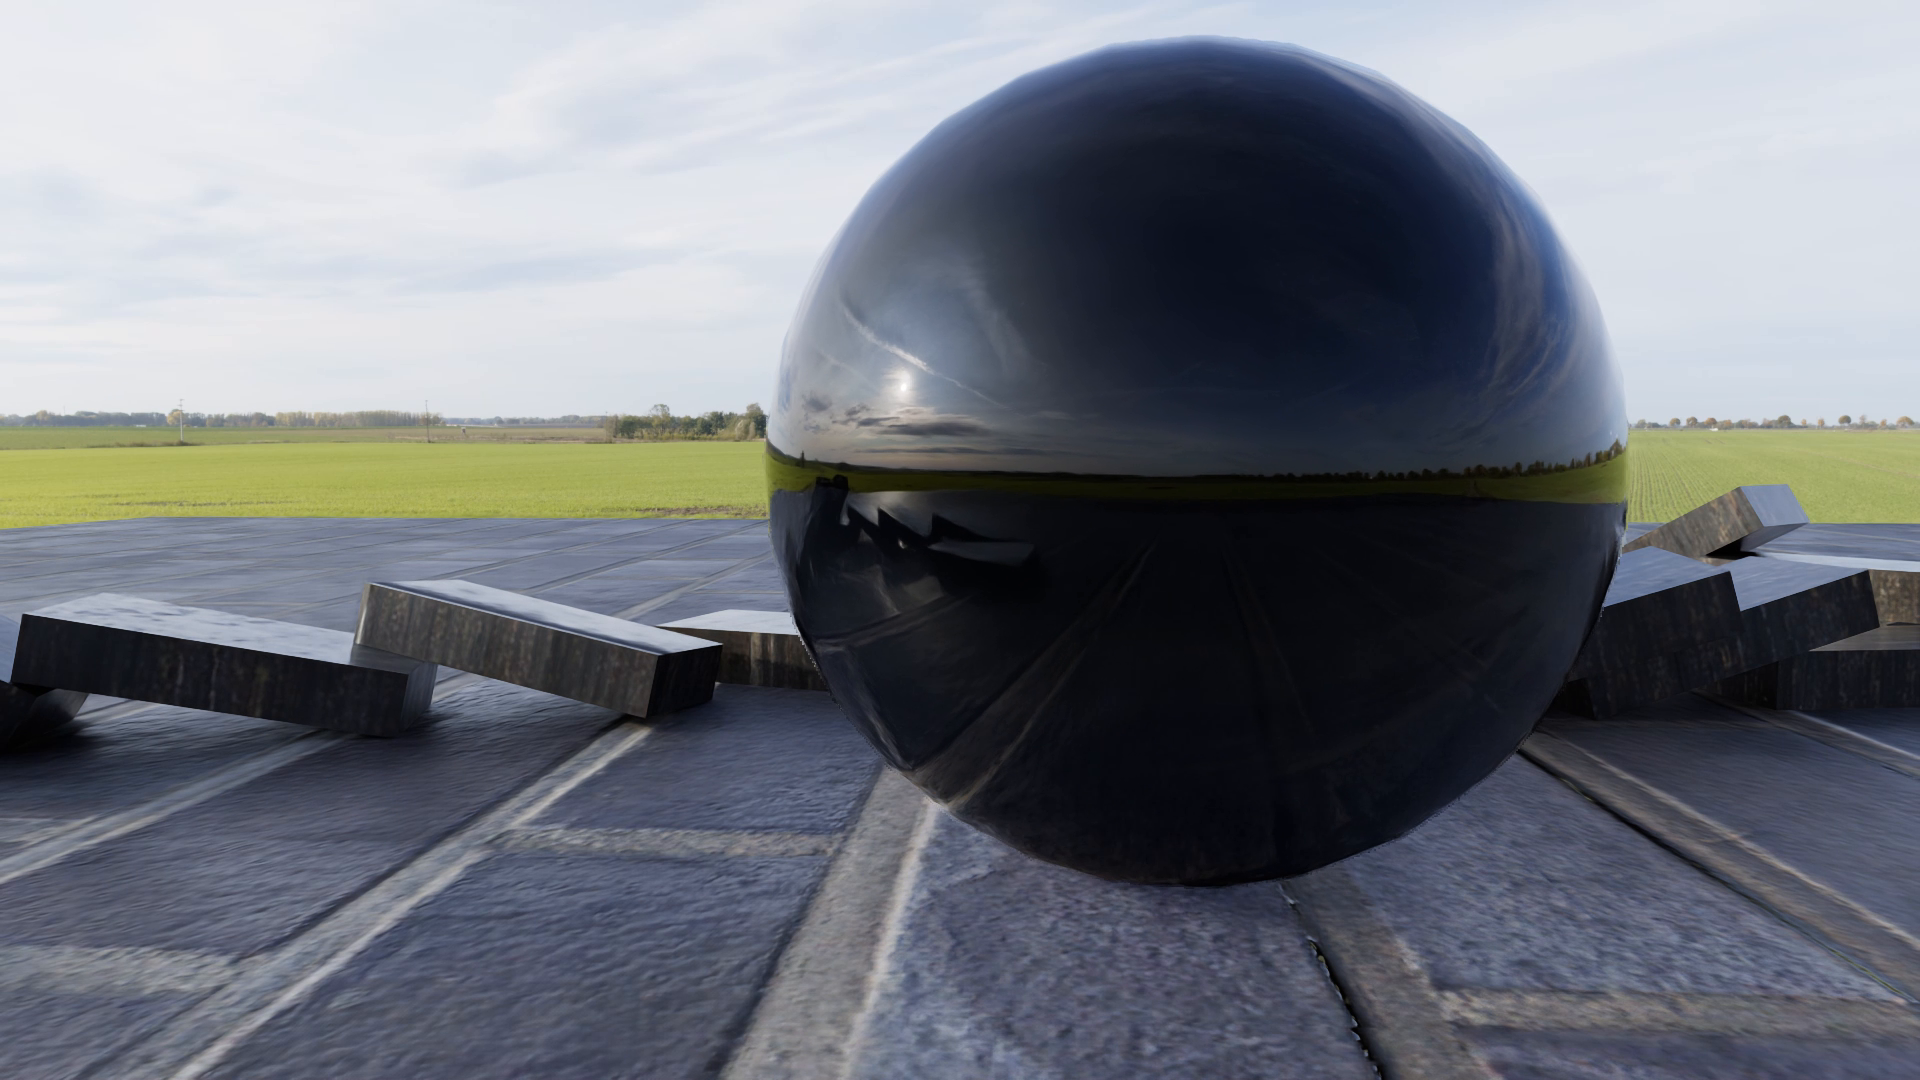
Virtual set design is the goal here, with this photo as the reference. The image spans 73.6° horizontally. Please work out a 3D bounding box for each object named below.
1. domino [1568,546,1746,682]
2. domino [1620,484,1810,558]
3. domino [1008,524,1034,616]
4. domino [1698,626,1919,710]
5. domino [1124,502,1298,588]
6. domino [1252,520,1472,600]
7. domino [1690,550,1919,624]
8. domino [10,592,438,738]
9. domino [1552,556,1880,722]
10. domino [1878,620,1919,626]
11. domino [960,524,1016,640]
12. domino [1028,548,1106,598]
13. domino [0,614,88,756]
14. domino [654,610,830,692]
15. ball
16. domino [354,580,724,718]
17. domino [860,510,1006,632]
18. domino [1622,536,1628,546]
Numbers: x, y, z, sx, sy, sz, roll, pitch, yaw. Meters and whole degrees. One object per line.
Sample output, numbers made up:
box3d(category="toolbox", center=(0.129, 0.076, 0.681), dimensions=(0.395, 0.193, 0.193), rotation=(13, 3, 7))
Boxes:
box3d(category="domino", center=(0.090, 0.015, 0.202), dimensions=(0.050, 0.009, 0.025), rotation=(-17, 7, 6))
box3d(category="domino", center=(0.160, 0.004, 0.289), dimensions=(0.025, 0.009, 0.050), rotation=(-3, -25, -38))
box3d(category="domino", center=(0.006, 0.007, 0.339), dimensions=(0.025, 0.010, 0.050), rotation=(0, 16, 5))
box3d(category="domino", center=(0.154, 0.021, 0.220), dimensions=(0.050, 0.010, 0.025), rotation=(0, 4, -6))
box3d(category="domino", center=(0.075, 0.001, 0.385), dimensions=(0.050, 0.025, 0.009), rotation=(0, 4, 2))
box3d(category="domino", center=(0.107, 0.006, 0.344), dimensions=(0.050, 0.009, 0.025), rotation=(-16, -7, 38))
box3d(category="domino", center=(0.177, 0.009, 0.255), dimensions=(0.025, 0.009, 0.050), rotation=(-3, 5, -38))
box3d(category="domino", center=(-0.107, 0.018, 0.192), dimensions=(0.050, 0.009, 0.025), rotation=(11, 2, -12))
box3d(category="domino", center=(0.118, 0.015, 0.212), dimensions=(0.050, 0.010, 0.025), rotation=(-16, 6, -6))
box3d(category="domino", center=(0.182, 0.018, 0.260), dimensions=(0.050, 0.010, 0.025), rotation=(-3, 5, -37))
box3d(category="domino", center=(-0.001, 0.009, 0.302), dimensions=(0.025, 0.010, 0.050), rotation=(0, 19, 5))
box3d(category="domino", center=(0.028, 0.009, 0.383), dimensions=(0.025, 0.009, 0.050), rotation=(1, 4, 14))
box3d(category="domino", center=(-0.152, 0.012, 0.180), dimensions=(0.050, 0.009, 0.025), rotation=(32, -4, -15))
box3d(category="domino", center=(-0.028, 0.020, 0.236), dimensions=(0.050, 0.009, 0.025), rotation=(2, 5, 22))
box3d(category="ball", center=(0.021, -0.007, 0.127), dimensions=(0.080, 0.080, 0.080), rotation=(0, 4, 0))
box3d(category="domino", center=(-0.067, 0.017, 0.206), dimensions=(0.050, 0.009, 0.025), rotation=(12, 2, 12))
box3d(category="domino", center=(-0.005, 0.006, 0.283), dimensions=(0.025, 0.009, 0.050), rotation=(1, 19, 8))
box3d(category="domino", center=(0.137, 0.006, 0.321), dimensions=(0.050, 0.009, 0.025), rotation=(-20, -10, 39))
